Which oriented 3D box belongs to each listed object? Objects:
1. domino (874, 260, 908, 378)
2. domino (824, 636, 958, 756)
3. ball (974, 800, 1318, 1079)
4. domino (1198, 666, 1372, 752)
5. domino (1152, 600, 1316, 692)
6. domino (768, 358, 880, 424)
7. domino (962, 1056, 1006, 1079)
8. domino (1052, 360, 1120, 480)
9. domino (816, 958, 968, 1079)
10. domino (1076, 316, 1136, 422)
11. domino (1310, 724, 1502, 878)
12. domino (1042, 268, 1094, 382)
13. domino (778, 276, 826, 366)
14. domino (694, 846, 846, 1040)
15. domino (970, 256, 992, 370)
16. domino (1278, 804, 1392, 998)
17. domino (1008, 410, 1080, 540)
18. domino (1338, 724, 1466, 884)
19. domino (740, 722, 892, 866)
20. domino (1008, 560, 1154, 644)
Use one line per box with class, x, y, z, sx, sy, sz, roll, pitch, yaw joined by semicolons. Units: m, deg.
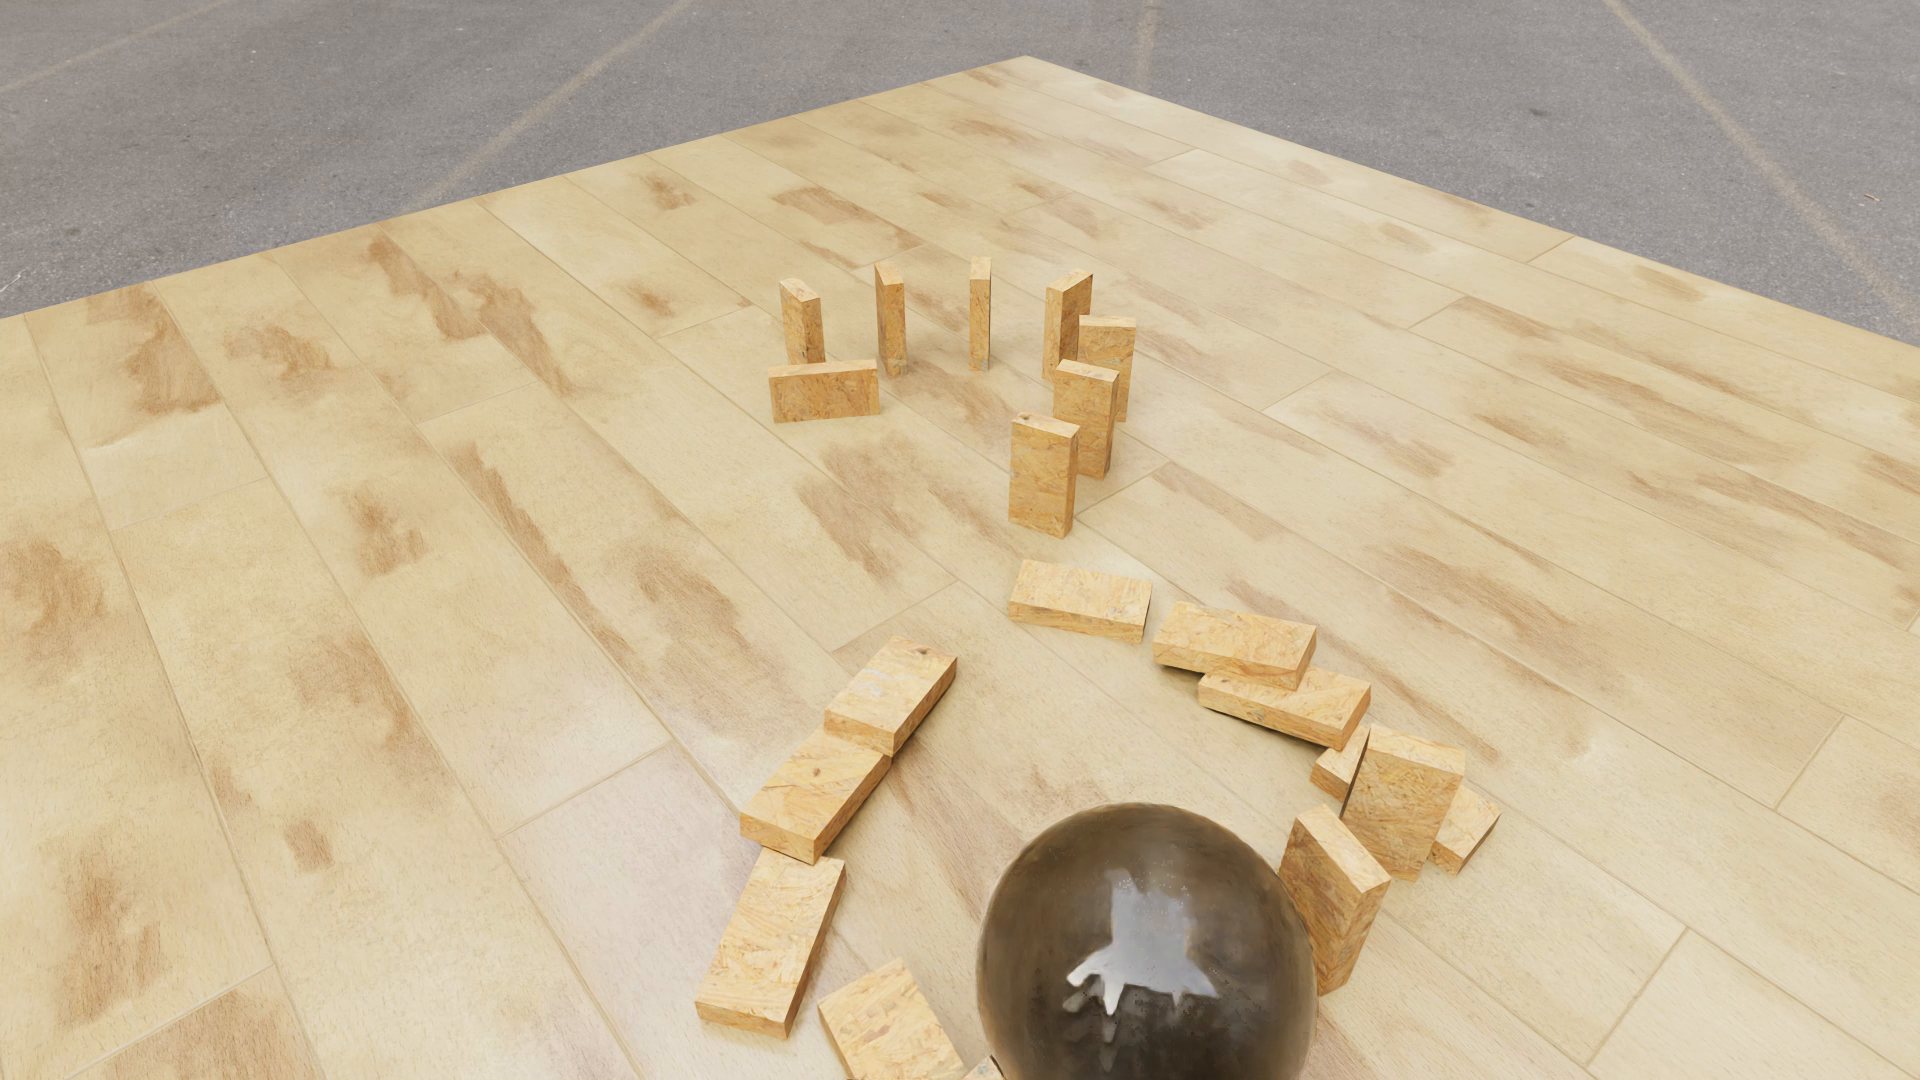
domino;-0.034;-0.109;0.545;0.010;0.050;0.025;-9;40;-11
domino;-0.023;0.052;0.372;0.025;0.009;0.050;16;30;18
ball;0.043;0.103;0.262;0.080;0.080;0.080;0;39;0
domino;0.109;0.052;0.372;0.050;0.010;0.025;15;40;36
domino;0.095;0.036;0.383;0.050;0.009;0.025;10;37;30
domino;-0.064;-0.070;0.517;0.050;0.025;0.009;-6;40;-7
domino;0.021;0.145;0.253;0.010;0.025;0.050;-41;49;-5
domino;0.053;-0.051;0.474;0.025;0.050;0.009;16;42;18
domino;-0.014;0.134;0.279;0.025;0.010;0.050;-20;43;-23
domino;0.066;-0.078;0.507;0.025;0.050;0.009;3;39;3
domino;0.139;0.080;0.346;0.025;0.010;0.050;-31;49;-33
domino;0.052;-0.104;0.539;0.009;0.050;0.025;28;47;29
domino;-0.075;-0.098;0.532;0.009;0.050;0.025;-21;44;-24
domino;-0.052;0.111;0.308;0.025;0.010;0.050;9;40;11
domino;0.010;-0.113;0.549;0.009;0.050;0.025;2;39;2
domino;0.097;0.097;0.293;0.010;0.050;0.025;-17;42;-19
domino;0.033;-0.026;0.443;0.025;0.050;0.009;19;43;21
domino;0.125;0.077;0.318;0.025;0.050;0.010;15;42;18
domino;-0.044;0.077;0.342;0.025;0.010;0.050;16;30;18
domino;0.046;0.023;0.415;0.050;0.010;0.025;10;40;12
